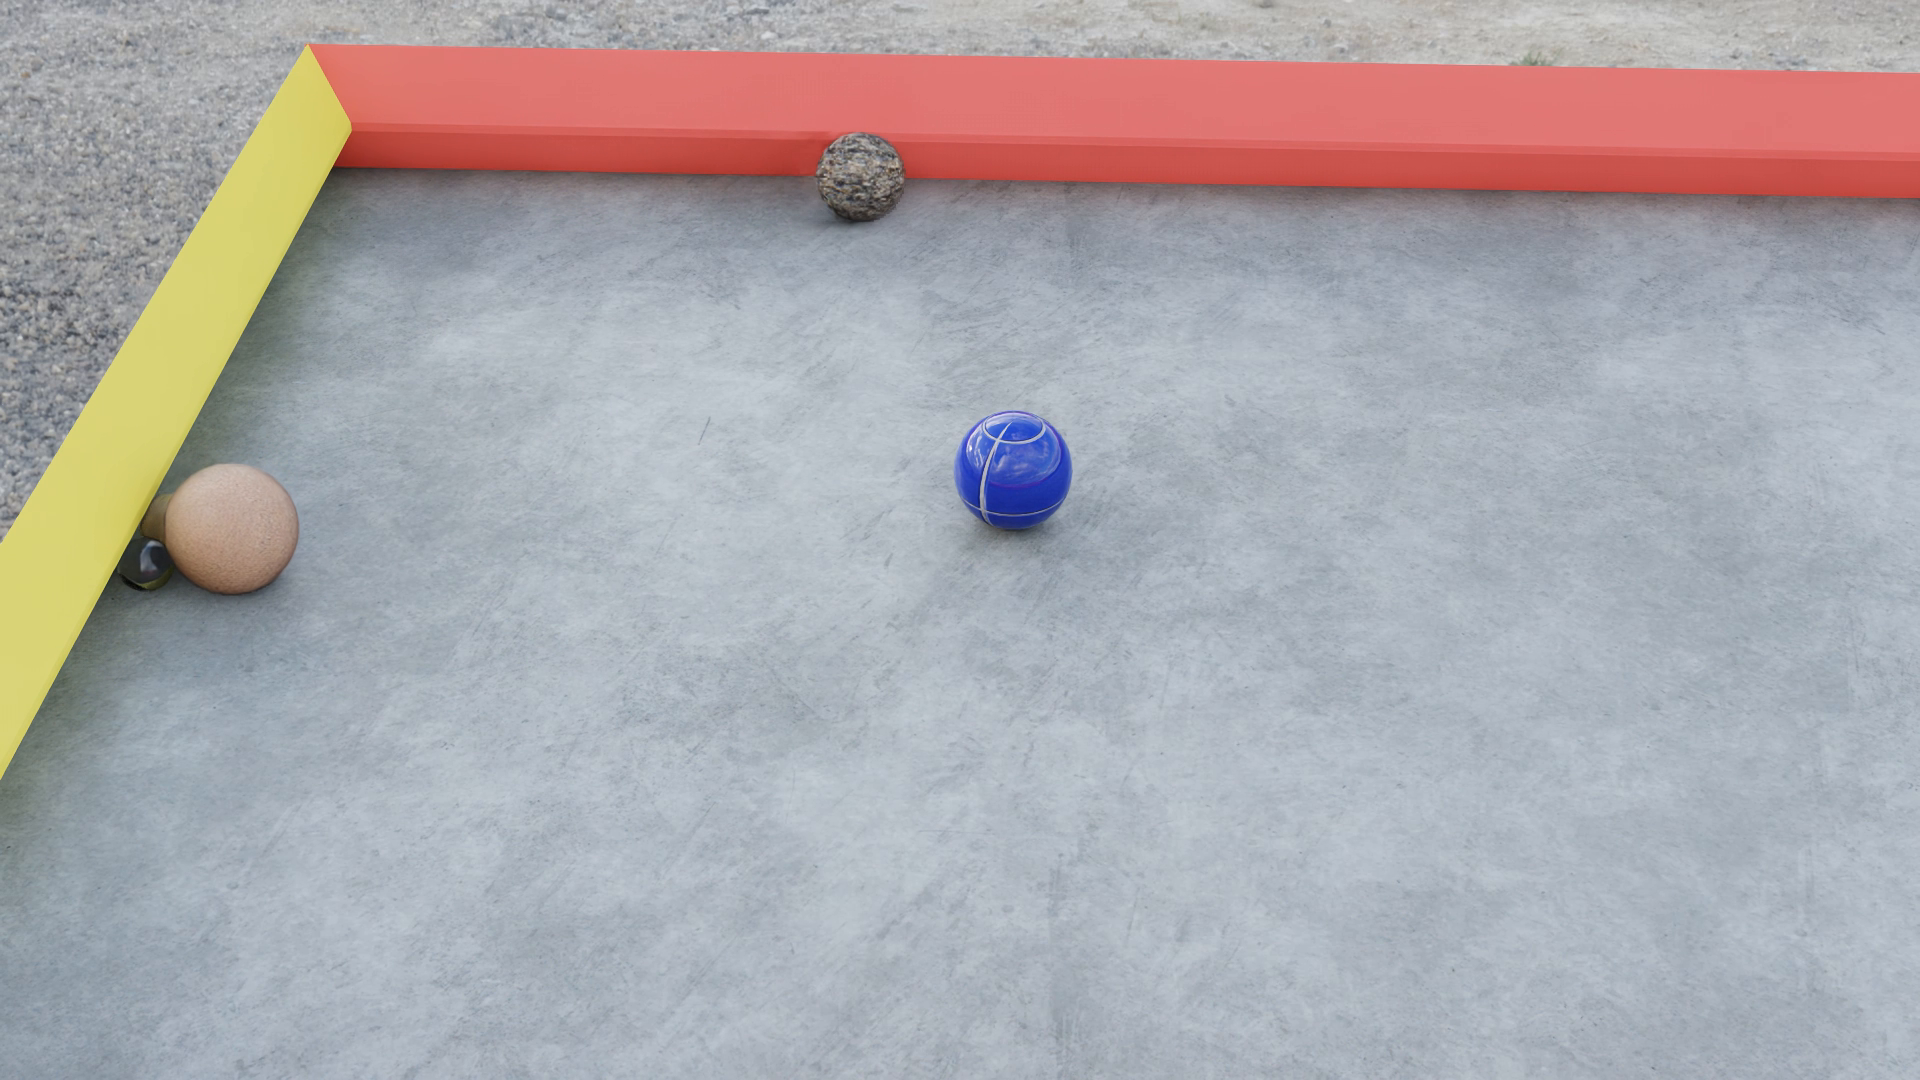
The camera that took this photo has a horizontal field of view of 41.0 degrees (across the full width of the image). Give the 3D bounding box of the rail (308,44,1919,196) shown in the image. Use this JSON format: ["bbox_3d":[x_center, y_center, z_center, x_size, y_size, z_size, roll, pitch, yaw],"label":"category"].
[{"bbox_3d":[0.676,-0.372,2.397,2.594,0.126,0.045,1,35,2],"label":"rail"}]

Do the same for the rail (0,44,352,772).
[{"bbox_3d":[-0.624,-0.039,1.918,0.045,0.126,1.327,1,35,2],"label":"rail"}]

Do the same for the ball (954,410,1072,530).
[{"bbox_3d":[0.041,-0.054,1.971,0.092,0.092,0.092,0,35,0],"label":"ball"}]

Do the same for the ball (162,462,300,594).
[{"bbox_3d":[-0.540,-0.009,1.902,0.097,0.097,0.097,0,35,0],"label":"ball"}]

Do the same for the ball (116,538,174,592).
[{"bbox_3d":[-0.607,0.018,1.912,0.041,0.041,0.041,0,35,0],"label":"ball"}]

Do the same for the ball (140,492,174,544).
[{"bbox_3d":[-0.598,-0.012,1.950,0.048,0.048,0.048,0,35,0],"label":"ball"}]

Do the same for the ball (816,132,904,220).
[{"bbox_3d":[-0.093,-0.339,2.390,0.081,0.081,0.081,0,35,0],"label":"ball"}]
